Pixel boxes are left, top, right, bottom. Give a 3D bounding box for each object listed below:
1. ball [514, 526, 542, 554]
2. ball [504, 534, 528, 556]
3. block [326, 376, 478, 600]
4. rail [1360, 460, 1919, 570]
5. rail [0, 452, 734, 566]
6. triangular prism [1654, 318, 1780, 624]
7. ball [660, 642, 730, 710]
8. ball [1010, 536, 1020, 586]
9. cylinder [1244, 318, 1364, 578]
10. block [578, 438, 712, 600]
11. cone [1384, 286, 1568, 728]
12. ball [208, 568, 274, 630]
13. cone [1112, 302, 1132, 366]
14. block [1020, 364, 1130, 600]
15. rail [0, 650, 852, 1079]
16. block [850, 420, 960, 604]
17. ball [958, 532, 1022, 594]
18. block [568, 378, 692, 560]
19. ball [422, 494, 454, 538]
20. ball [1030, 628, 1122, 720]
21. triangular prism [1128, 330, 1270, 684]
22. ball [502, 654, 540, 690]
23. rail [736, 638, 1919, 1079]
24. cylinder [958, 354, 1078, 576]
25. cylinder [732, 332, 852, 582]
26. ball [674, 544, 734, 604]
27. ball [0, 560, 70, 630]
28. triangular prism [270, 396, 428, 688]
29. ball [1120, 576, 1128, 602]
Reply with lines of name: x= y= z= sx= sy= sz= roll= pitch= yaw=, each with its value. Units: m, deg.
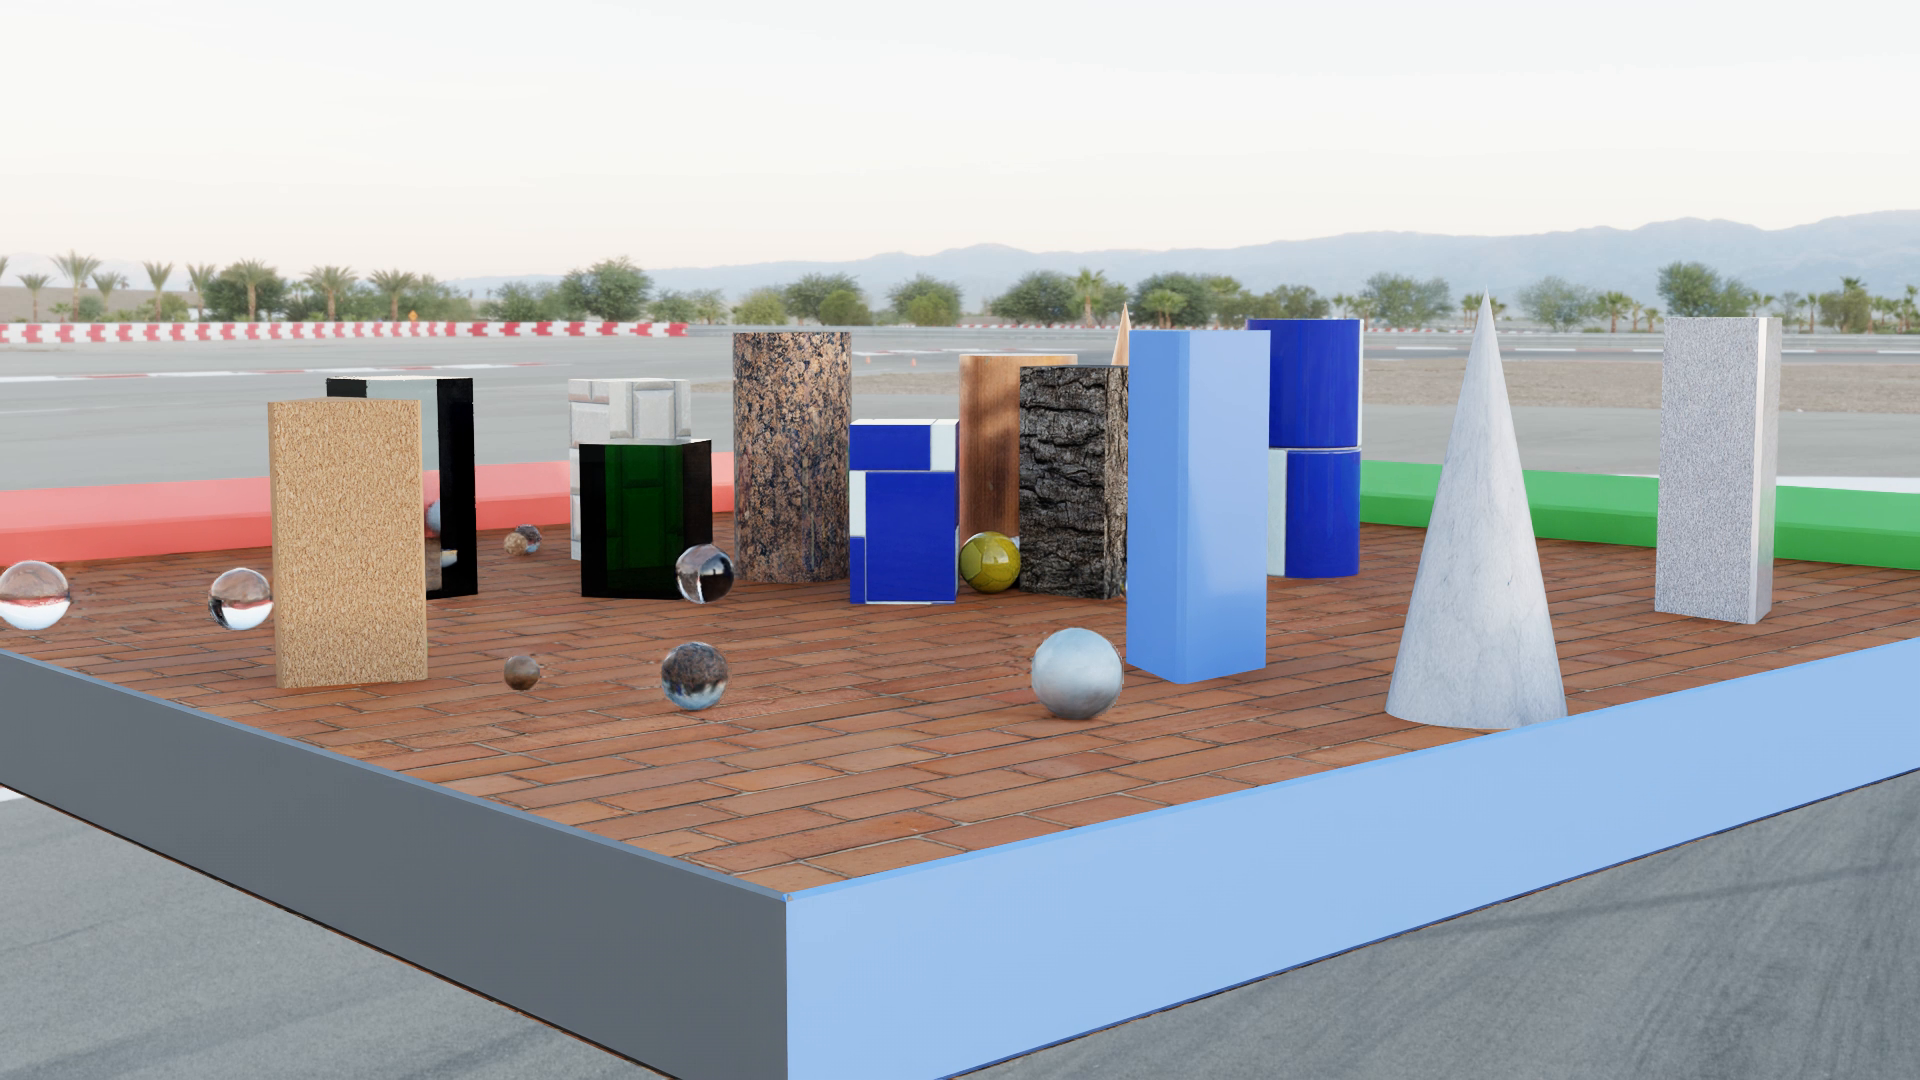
ball: x=-0.799 y=-0.001 z=4.057 sx=0.052 sy=0.052 sz=0.052 roll=0 pitch=6 yaw=0
ball: x=-0.808 y=0.009 z=4.006 sx=0.042 sy=0.042 sz=0.042 roll=0 pitch=6 yaw=0
block: x=-0.873 y=-0.083 z=3.445 sx=0.160 sy=0.341 sz=0.160 roll=5 pitch=8 yaw=42
rail: x=1.106 y=-0.072 z=4.347 sx=0.045 sy=0.130 sz=3.039 roll=-5 pitch=8 yaw=-42
rail: x=-1.014 y=-0.080 z=4.425 sx=3.058 sy=0.130 sz=0.045 roll=-5 pitch=8 yaw=-42
triangular prism: x=1.147 y=-0.108 z=3.229 sx=0.150 sy=0.435 sz=0.173 roll=-4 pitch=7 yaw=-33
ball: x=-0.296 y=0.152 z=2.459 sx=0.077 sy=0.077 sz=0.077 roll=0 pitch=6 yaw=0
ball: x=0.094 y=0.035 z=3.561 sx=0.081 sy=0.081 sz=0.081 roll=0 pitch=6 yaw=0
cylinder: x=0.584 y=-0.161 z=3.755 sx=0.200 sy=0.431 sz=0.200 roll=0 pitch=6 yaw=0
block: x=-0.495 y=-0.036 z=3.481 sx=0.160 sy=0.240 sz=0.160 roll=1 pitch=6 yaw=13
cone: x=0.575 y=-0.044 z=2.427 sx=0.200 sy=0.474 sz=0.200 roll=0 pitch=6 yaw=0
ball: x=-1.009 y=0.083 z=3.085 sx=0.086 sy=0.086 sz=0.086 roll=0 pitch=6 yaw=0
cone: x=0.299 y=-0.202 z=3.995 sx=0.200 sy=0.463 sz=0.200 roll=0 pitch=6 yaw=0
block: x=0.206 y=-0.097 z=3.495 sx=0.160 sy=0.358 sz=0.160 roll=4 pitch=7 yaw=36
rail: x=-1.106 y=0.139 z=2.316 sx=0.045 sy=0.130 sz=3.039 roll=-5 pitch=8 yaw=-42
block: x=-0.084 y=-0.047 z=3.420 sx=0.160 sy=0.274 sz=0.160 roll=0 pitch=6 yaw=3
ball: x=0.047 y=0.035 z=3.476 sx=0.099 sy=0.099 sz=0.099 roll=0 pitch=6 yaw=0
block: x=-0.590 y=-0.125 z=3.934 sx=0.160 sy=0.323 sz=0.160 roll=-4 pitch=7 yaw=-36
ball: x=-1.040 y=-0.047 z=4.319 sx=0.088 sy=0.088 sz=0.088 roll=0 pitch=6 yaw=0
ball: x=0.127 y=0.146 z=2.406 sx=0.100 sy=0.100 sz=0.100 roll=0 pitch=6 yaw=0
triangular prism: x=0.269 y=-0.049 z=2.727 sx=0.150 sy=0.421 sz=0.173 roll=5 pitch=8 yaw=43
ball: x=-0.516 y=0.156 z=2.586 sx=0.042 sy=0.042 sz=0.042 roll=0 pitch=6 yaw=0
rail: x=1.014 y=0.148 z=2.238 sx=3.058 sy=0.130 sz=0.045 roll=-5 pitch=8 yaw=-42
cylinder: x=0.098 y=-0.127 z=3.720 sx=0.200 sy=0.372 sz=0.200 roll=0 pitch=6 yaw=0
cylinder: x=-0.281 y=-0.144 z=3.693 sx=0.200 sy=0.410 sz=0.200 roll=0 pitch=6 yaw=0
ball: x=-0.390 y=0.051 z=3.357 sx=0.091 sy=0.091 sz=0.091 roll=0 pitch=6 yaw=0
ball: x=-1.297 y=0.078 z=3.075 sx=0.098 sy=0.098 sz=0.098 roll=0 pitch=6 yaw=0
triangular prism: x=-0.757 y=-0.003 z=2.691 sx=0.173 sy=0.338 sz=0.150 roll=-3 pitch=6 yaw=-23
ball: x=0.267 y=0.075 z=3.339 sx=0.048 sy=0.048 sz=0.048 roll=0 pitch=6 yaw=0
